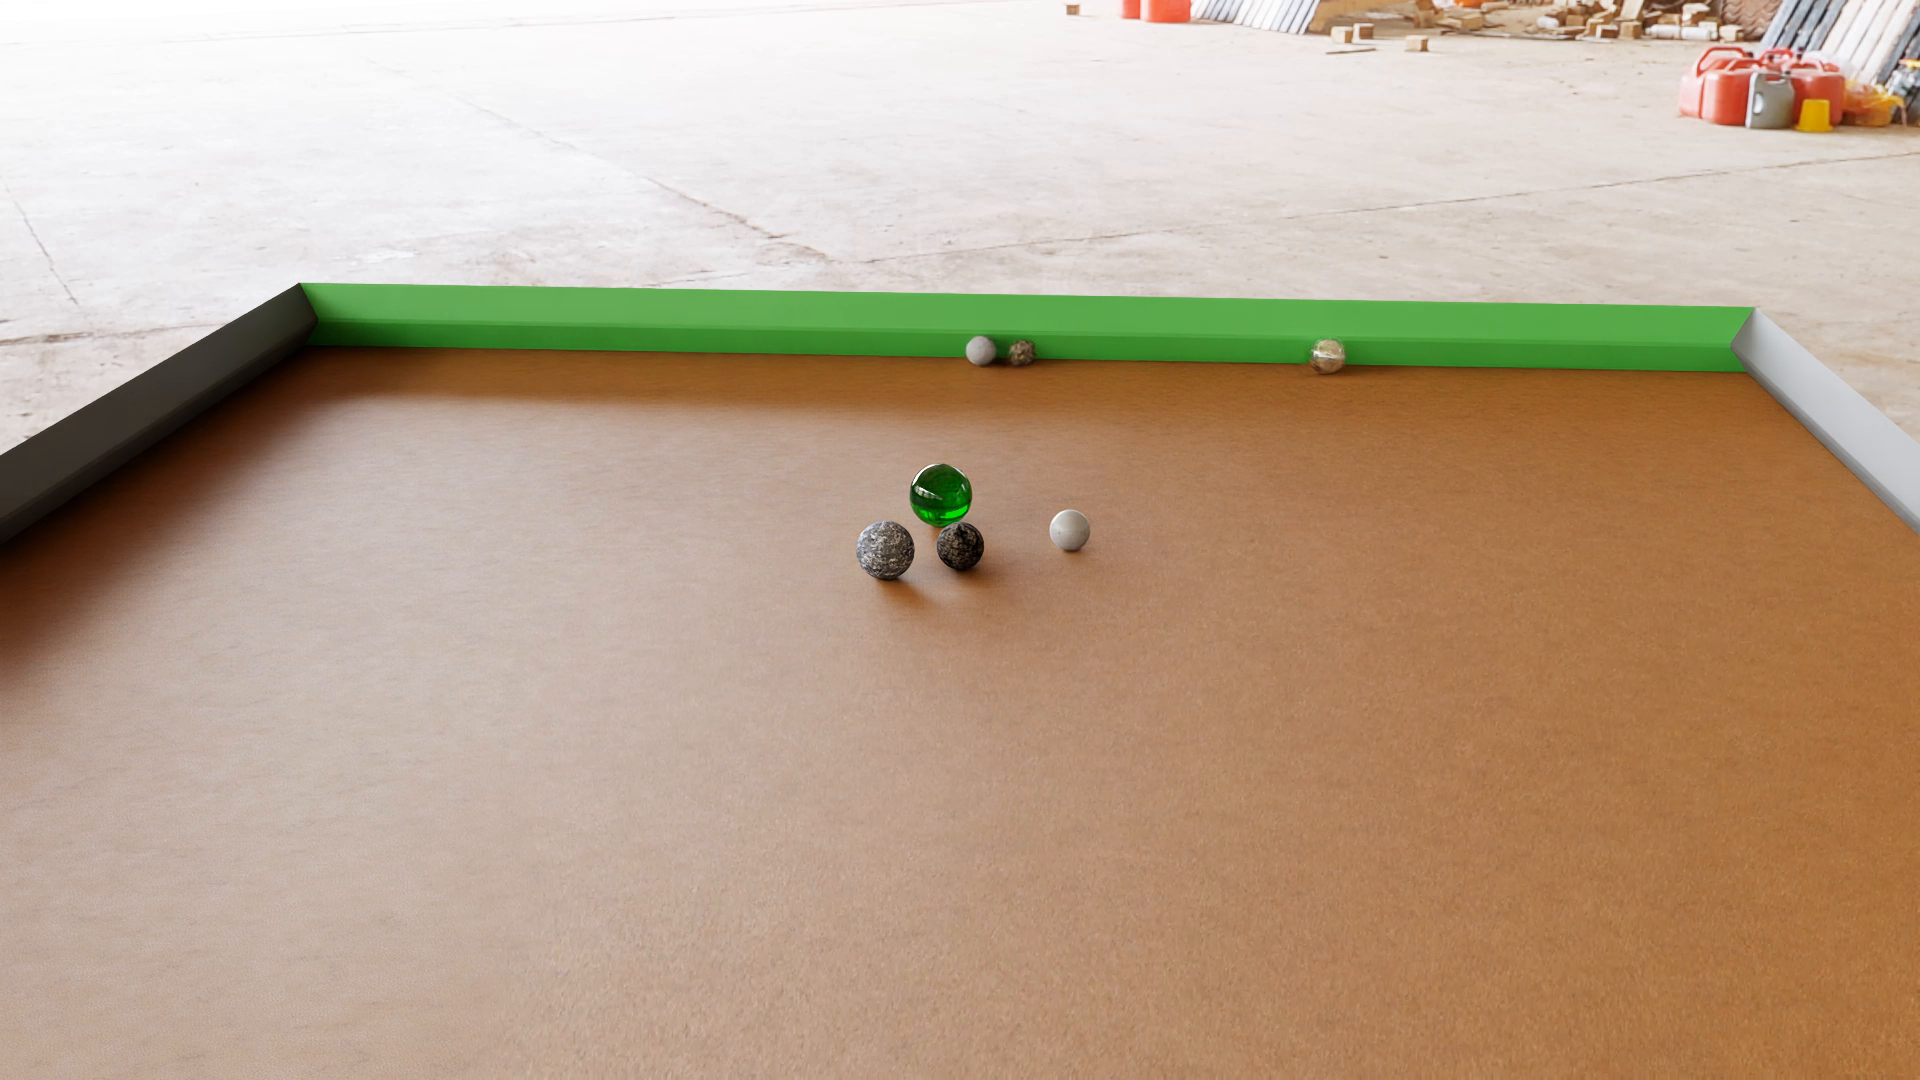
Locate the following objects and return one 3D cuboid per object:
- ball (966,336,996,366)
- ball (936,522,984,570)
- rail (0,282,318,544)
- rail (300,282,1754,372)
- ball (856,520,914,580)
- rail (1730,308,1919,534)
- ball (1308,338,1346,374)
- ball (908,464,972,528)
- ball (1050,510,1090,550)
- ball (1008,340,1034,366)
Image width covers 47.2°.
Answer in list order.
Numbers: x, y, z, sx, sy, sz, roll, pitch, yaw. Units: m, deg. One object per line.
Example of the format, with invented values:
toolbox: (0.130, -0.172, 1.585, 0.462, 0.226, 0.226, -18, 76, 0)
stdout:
ball: (0.036, -0.315, 3.659, 0.051, 0.051, 0.051, 0, 19, 0)
ball: (0.001, 0.007, 2.695, 0.059, 0.059, 0.059, 0, 19, 0)
rail: (-1.277, 0.283, 1.801, 0.045, 0.108, 4.212, 1, 19, 4)
rail: (0.081, -0.353, 3.678, 2.443, 0.108, 0.045, 1, 19, 4)
ball: (-0.090, 0.012, 2.661, 0.071, 0.071, 0.071, 0, 19, 0)
rail: (1.112, 0.343, 1.623, 0.045, 0.108, 4.212, 1, 19, 4)
ball: (0.602, -0.302, 3.607, 0.059, 0.059, 0.059, 0, 19, 0)
ball: (-0.025, -0.058, 2.850, 0.083, 0.083, 0.083, 0, 19, 0)
ball: (0.138, -0.012, 2.763, 0.052, 0.052, 0.052, 0, 19, 0)
ball: (0.102, -0.311, 3.660, 0.043, 0.043, 0.043, 0, 19, 0)
